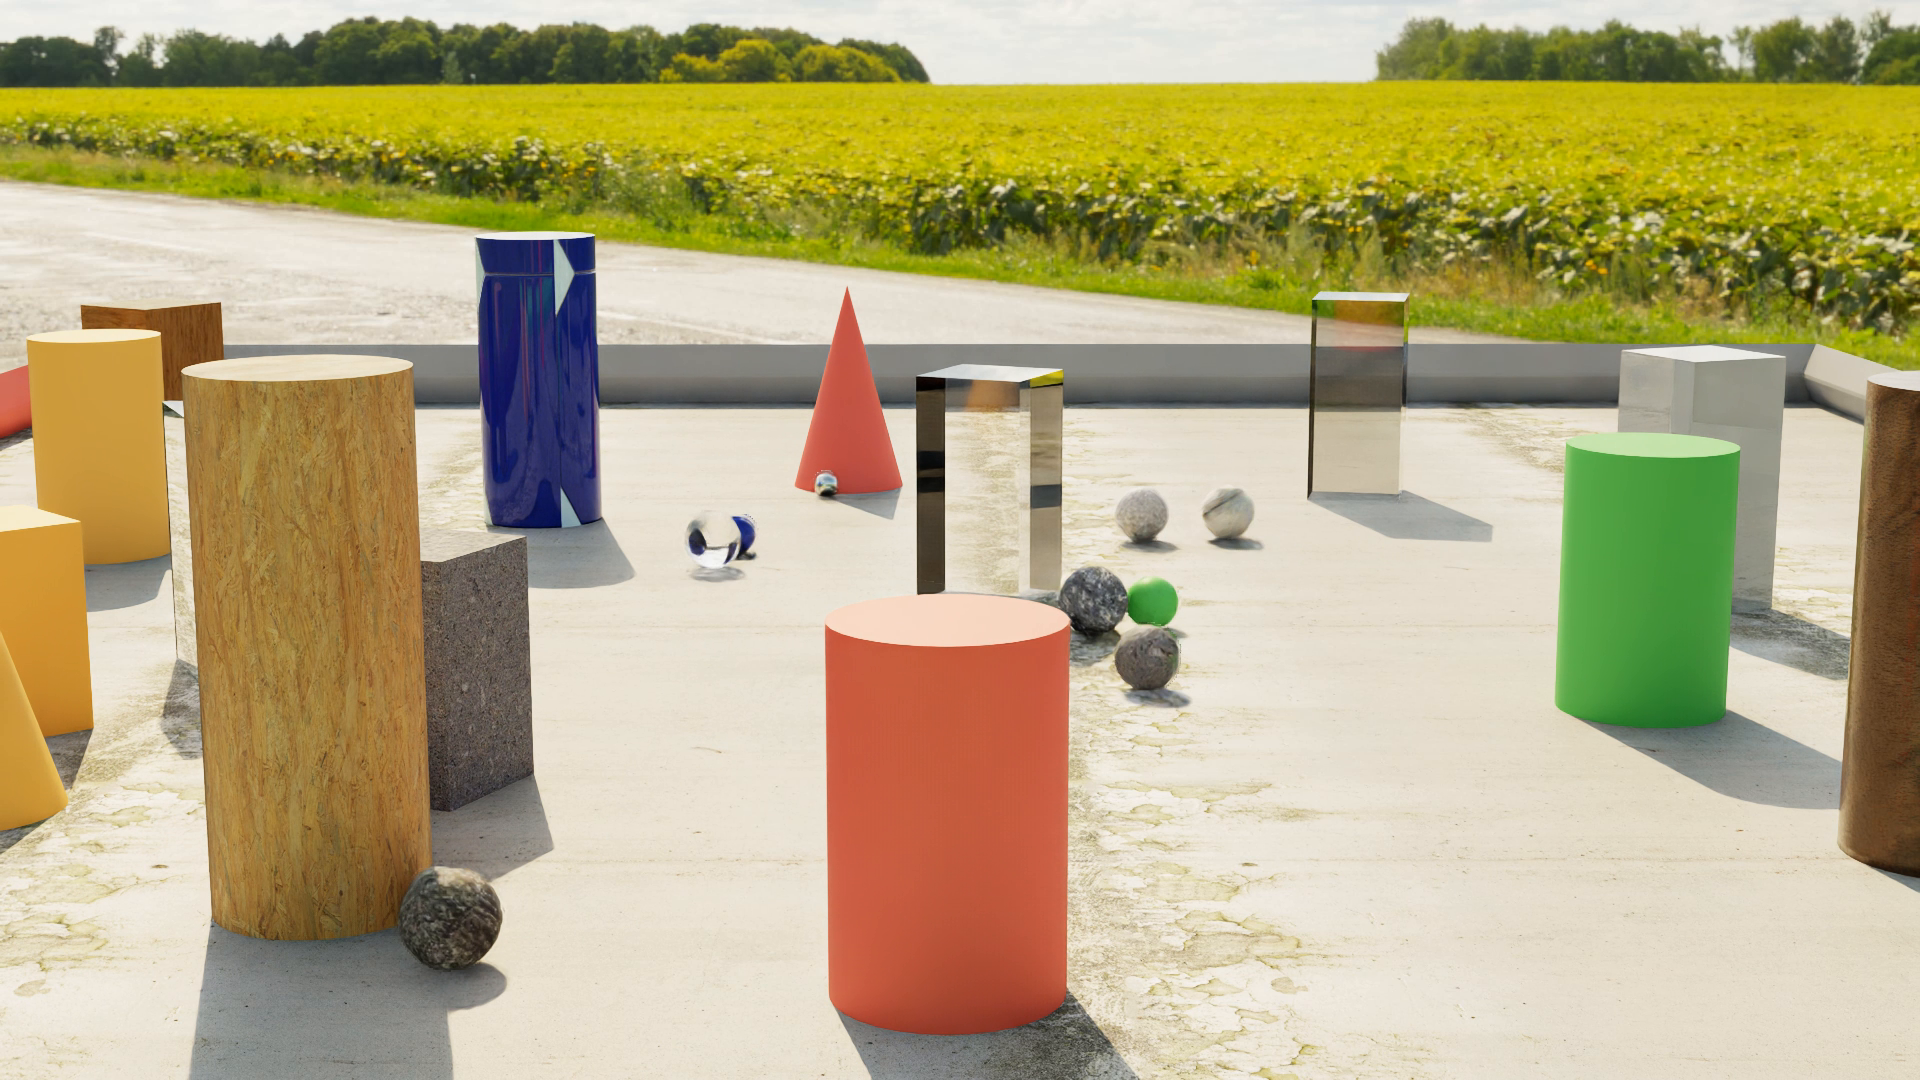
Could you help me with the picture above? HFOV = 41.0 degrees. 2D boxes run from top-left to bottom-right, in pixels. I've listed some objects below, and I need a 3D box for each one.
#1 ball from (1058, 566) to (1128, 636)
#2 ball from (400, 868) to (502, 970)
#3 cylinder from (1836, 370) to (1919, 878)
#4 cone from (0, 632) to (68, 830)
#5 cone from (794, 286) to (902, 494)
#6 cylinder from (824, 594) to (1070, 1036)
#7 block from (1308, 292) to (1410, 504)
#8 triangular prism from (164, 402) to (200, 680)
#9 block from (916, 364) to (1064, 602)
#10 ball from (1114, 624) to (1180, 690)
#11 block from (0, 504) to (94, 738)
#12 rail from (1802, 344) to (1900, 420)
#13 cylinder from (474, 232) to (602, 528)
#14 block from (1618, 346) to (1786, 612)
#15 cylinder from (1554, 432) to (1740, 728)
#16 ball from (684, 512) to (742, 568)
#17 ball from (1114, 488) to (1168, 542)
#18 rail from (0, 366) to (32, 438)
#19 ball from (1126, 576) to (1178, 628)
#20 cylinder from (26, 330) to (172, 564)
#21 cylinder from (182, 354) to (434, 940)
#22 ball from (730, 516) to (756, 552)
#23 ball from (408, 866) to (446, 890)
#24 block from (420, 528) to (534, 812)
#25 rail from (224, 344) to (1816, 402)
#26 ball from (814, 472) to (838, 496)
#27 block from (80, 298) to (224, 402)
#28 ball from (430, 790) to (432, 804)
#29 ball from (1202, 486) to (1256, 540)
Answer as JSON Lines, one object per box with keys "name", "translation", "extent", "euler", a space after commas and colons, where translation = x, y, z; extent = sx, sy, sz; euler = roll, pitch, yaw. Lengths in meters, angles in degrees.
{"name": "ball", "translation": [0.172, 0.078, 3.301], "extent": [0.089, 0.089, 0.089], "euler": [0, 11, 0]}
{"name": "ball", "translation": [-0.414, 0.308, 2.086], "extent": [0.082, 0.082, 0.082], "euler": [0, 11, 0]}
{"name": "cylinder", "translation": [0.919, 0.075, 2.357], "extent": [0.189, 0.441, 0.189], "euler": [0, 11, 0]}
{"name": "cone", "translation": [-0.980, 0.109, 2.505], "extent": [0.189, 0.318, 0.189], "euler": [0, 11, 0]}
{"name": "cone", "translation": [-0.194, -0.268, 4.447], "extent": [0.189, 0.348, 0.189], "euler": [0, 11, 0]}
{"name": "cylinder", "translation": [-0.010, 0.210, 2.011], "extent": [0.189, 0.302, 0.189], "euler": [0, 11, 0]}
{"name": "block", "translation": [0.675, -0.243, 4.343], "extent": [0.152, 0.338, 0.152], "euler": [2, 11, 13]}
{"name": "triangular prism", "translation": [-0.909, -0.005, 3.114], "extent": [0.142, 0.320, 0.164], "euler": [7, 13, 33]}
{"name": "block", "translation": [0.041, -0.074, 3.511], "extent": [0.152, 0.311, 0.152], "euler": [5, 12, 24]}
{"name": "ball", "translation": [0.219, 0.138, 3.011], "extent": [0.077, 0.077, 0.077], "euler": [0, 11, 0]}
{"name": "block", "translation": [-1.066, 0.093, 2.824], "extent": [0.152, 0.233, 0.152], "euler": [-10, 14, -42]}
{"name": "rail", "translation": [1.850, 0.030, 3.460], "extent": [0.045, 0.123, 4.311], "euler": [0, 11, 0]}
{"name": "cylinder", "translation": [-0.674, -0.259, 4.108], "extent": [0.189, 0.455, 0.189], "euler": [0, 11, 0]}
{"name": "block", "translation": [0.997, -0.083, 3.474], "extent": [0.152, 0.341, 0.152], "euler": [-5, 12, -23]}
{"name": "cylinder", "translation": [0.777, 0.042, 2.907], "extent": [0.189, 0.303, 0.189], "euler": [0, 11, 0]}
{"name": "ball", "translation": [-0.360, 0.000, 3.731], "extent": [0.084, 0.084, 0.084], "euler": [0, 11, 0]}
{"name": "ball", "translation": [0.279, -0.039, 3.945], "extent": [0.083, 0.083, 0.083], "euler": [0, 11, 0]}
{"name": "rail", "translation": [-1.850, 0.034, 3.439], "extent": [0.045, 0.123, 4.311], "euler": [0, 11, 0]}
{"name": "ball", "translation": [0.250, 0.081, 3.336], "extent": [0.069, 0.069, 0.069], "euler": [0, 11, 0]}
{"name": "cylinder", "translation": [-1.283, -0.142, 3.831], "extent": [0.189, 0.327, 0.189], "euler": [0, 11, 0]}
{"name": "cylinder", "translation": [-0.557, 0.087, 2.205], "extent": [0.189, 0.473, 0.189], "euler": [0, 11, 0]}
{"name": "ball", "translation": [-0.334, -0.009, 3.854], "extent": [0.056, 0.056, 0.056], "euler": [0, 11, 0]}
{"name": "ball", "translation": [-0.445, 0.304, 2.188], "extent": [0.052, 0.052, 0.052], "euler": [0, 11, 0]}
{"name": "block", "translation": [-0.541, 0.126, 2.599], "extent": [0.152, 0.251, 0.152], "euler": [5, 11, 23]}
{"name": "rail", "translation": [-0.012, -0.359, 5.545], "extent": [3.746, 0.123, 0.045], "euler": [0, 11, 0]}
{"name": "ball", "translation": [-0.227, -0.094, 4.353], "extent": [0.041, 0.041, 0.041], "euler": [0, 11, 0]}
{"name": "block", "translation": [-1.285, -0.205, 4.108], "extent": [0.152, 0.348, 0.152], "euler": [7, 12, 32]}
{"name": "ball", "translation": [-0.543, 0.242, 2.414], "extent": [0.090, 0.090, 0.090], "euler": [0, 11, 0]}
{"name": "ball", "translation": [0.414, -0.043, 3.963], "extent": [0.084, 0.084, 0.084], "euler": [0, 11, 0]}
